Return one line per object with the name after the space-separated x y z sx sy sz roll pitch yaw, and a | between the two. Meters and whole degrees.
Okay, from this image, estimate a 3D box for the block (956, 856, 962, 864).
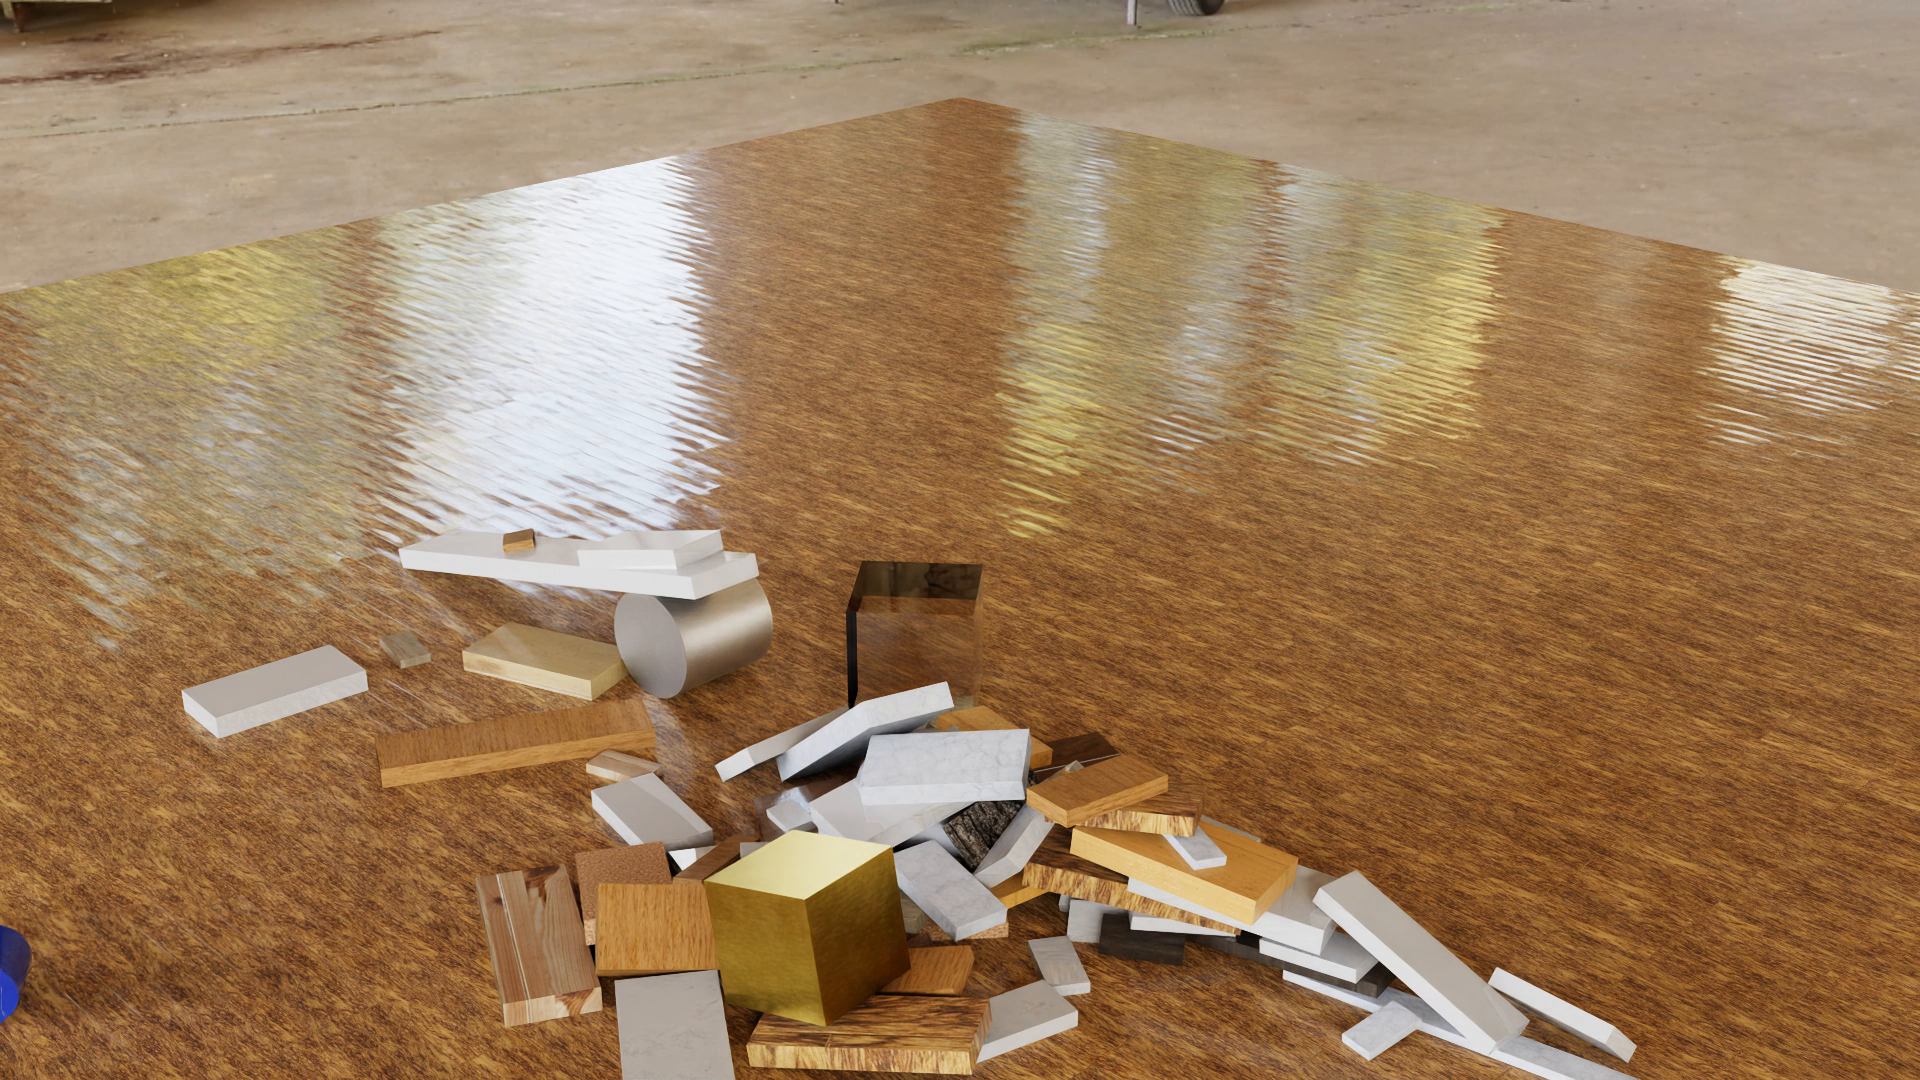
-0.064 0.585 4.341 0.114 0.032 0.228 -2 23 -4 | block

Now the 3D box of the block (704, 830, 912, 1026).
-0.260 0.661 3.778 0.230 0.230 0.230 3 18 38 | block

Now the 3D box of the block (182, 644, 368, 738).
-1.527 0.335 4.908 0.353 0.050 0.176 -19 29 -37 | block

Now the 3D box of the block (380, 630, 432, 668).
-1.295 0.255 5.133 0.072 0.021 0.145 -14 27 -30 | block

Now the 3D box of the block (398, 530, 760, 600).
-0.931 0.050 5.185 0.176 0.050 1.256 -22 17 -40 | block

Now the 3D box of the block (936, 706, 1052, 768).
0.067 0.395 4.350 0.114 0.032 0.229 -9 24 -35 | block

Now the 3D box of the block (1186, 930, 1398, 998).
0.581 0.733 3.958 0.418 0.027 0.095 11 25 35 | block

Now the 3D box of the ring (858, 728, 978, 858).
-0.035 0.493 4.315 0.345 0.115 0.345 2 30 -1 | ring

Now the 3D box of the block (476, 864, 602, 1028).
-0.768 0.727 3.986 0.168 0.048 0.428 -7 24 -16 | block

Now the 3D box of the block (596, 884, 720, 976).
-0.489 0.691 3.897 0.308 0.044 0.154 3 64 -16 | block

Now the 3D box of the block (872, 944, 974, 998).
-0.094 0.761 3.832 0.220 0.031 0.110 -8 29 22 | block

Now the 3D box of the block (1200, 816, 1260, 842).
0.441 0.585 4.333 0.269 0.038 0.135 19 29 37 | block

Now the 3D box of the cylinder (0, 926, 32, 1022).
-1.690 0.756 3.819 0.126 0.126 0.126 -5 23 -11 | cylinder

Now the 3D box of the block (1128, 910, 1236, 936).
0.403 0.678 4.010 0.191 0.027 0.095 4 24 -3 | block

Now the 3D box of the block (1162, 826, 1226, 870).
0.413 0.539 3.891 0.063 0.018 0.126 -5 26 -23 | block

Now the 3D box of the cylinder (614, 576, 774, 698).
-0.602 0.197 4.973 0.254 0.254 0.254 20 30 39 | cylinder

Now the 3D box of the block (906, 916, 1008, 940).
-0.030 0.697 4.078 0.228 0.032 0.114 -2 23 -5 | block

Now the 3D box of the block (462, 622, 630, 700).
-0.943 0.276 5.048 0.353 0.050 0.176 11 25 24 | block

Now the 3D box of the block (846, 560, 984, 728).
-0.096 0.229 4.870 0.273 0.273 0.273 2 23 5 | block

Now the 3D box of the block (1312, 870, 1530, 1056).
0.790 0.723 3.784 0.116 0.033 0.395 -13 45 -46 | block

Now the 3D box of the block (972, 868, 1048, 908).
0.058 0.653 4.102 0.203 0.029 0.102 -17 28 -34 | block

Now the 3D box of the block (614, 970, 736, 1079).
-0.479 0.851 3.689 0.179 0.051 0.357 -4 23 -10 | block

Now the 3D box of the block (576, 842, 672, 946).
-0.620 0.652 4.084 0.168 0.048 0.336 -7 14 -11 | block

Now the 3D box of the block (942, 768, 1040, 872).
0.083 0.535 4.179 0.229 0.032 0.114 -30 81 -39 | block

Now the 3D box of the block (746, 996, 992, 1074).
-0.151 0.827 3.693 0.384 0.044 0.154 -2 22 15 | block

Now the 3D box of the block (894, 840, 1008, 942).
-0.029 0.640 4.028 0.114 0.032 0.229 -15 36 -34 | block

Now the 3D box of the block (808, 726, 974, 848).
-0.099 0.481 4.172 0.336 0.048 0.168 -26 36 -23 | block

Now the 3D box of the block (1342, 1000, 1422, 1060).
0.719 0.835 3.746 0.126 0.018 0.063 -24 34 -30 | block

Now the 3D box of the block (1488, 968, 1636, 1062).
1.021 0.805 3.731 0.231 0.033 0.116 23 -11 43 | block

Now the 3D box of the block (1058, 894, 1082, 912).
0.293 0.658 4.113 0.199 0.028 0.099 6 55 14 | block

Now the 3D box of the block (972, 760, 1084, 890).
0.131 0.533 4.100 0.038 0.135 0.269 45 50 -4 | block

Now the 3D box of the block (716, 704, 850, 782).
-0.365 0.426 4.611 0.274 0.039 0.137 -21 -7 -40 | block

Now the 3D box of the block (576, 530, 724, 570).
-0.693 0.021 4.911 0.303 0.043 0.152 0 16 38 | block

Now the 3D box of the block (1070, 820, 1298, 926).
0.399 0.562 3.921 0.360 0.051 0.180 19 27 27 | block

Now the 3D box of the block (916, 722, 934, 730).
-0.064 0.414 4.562 0.110 0.031 0.220 18 -15 35 | block

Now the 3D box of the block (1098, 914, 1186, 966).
0.330 0.723 3.980 0.152 0.022 0.076 8 43 5 | block

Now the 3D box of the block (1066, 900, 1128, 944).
0.276 0.703 4.038 0.152 0.022 0.076 3 47 7 | block

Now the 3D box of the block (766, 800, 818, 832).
-0.327 0.541 4.275 0.059 0.017 0.117 -18 21 -22 | block

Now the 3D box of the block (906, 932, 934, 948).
-0.074 0.774 3.861 0.102 0.029 0.203 -23 27 -6 | block

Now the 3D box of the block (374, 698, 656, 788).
-0.948 0.430 4.693 0.573 0.043 0.152 -7 24 -17 | block

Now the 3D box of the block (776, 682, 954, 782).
-0.198 0.386 4.380 0.179 0.051 0.540 -12 -12 -26 | block

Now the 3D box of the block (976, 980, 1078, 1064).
0.081 0.826 3.773 0.220 0.031 0.110 -13 26 -29 | block

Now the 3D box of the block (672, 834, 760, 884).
-0.456 0.605 4.144 0.058 0.017 0.257 2 11 19 | block

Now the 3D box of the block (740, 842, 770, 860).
-0.381 0.599 4.119 0.058 0.017 0.117 -1 18 -7 | block

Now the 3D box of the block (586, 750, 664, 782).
-0.702 0.479 4.606 0.145 0.021 0.072 12 26 26 | block

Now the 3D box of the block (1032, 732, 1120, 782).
0.184 0.479 4.577 0.303 0.043 0.152 -9 25 -21 | block

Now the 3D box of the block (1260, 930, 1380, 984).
0.638 0.724 3.894 0.191 0.027 0.095 12 26 36 | block

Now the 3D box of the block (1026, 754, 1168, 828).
0.247 0.447 3.942 0.231 0.033 0.116 -15 24 -33 | block

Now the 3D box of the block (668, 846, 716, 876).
-0.449 0.636 4.131 0.137 0.039 0.274 -5 11 -19 | block

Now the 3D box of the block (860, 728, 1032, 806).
-0.025 0.428 4.150 0.308 0.044 0.154 -3 34 10 | block

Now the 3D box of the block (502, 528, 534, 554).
-1.073 0.001 5.349 0.072 0.021 0.145 -12 13 -8 | block

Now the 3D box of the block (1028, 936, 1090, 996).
0.176 0.762 3.936 0.076 0.022 0.152 -5 23 -11 | block

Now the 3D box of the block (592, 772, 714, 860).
-0.617 0.556 4.400 0.137 0.039 0.274 -14 27 -30 | block

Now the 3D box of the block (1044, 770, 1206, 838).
0.299 0.475 3.967 0.269 0.038 0.135 4 21 15 | block

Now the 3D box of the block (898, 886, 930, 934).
-0.152 0.675 4.054 0.203 0.029 0.102 2 26 23 | block

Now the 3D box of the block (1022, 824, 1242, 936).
0.334 0.613 4.044 0.404 0.051 0.180 11 24 12 | block

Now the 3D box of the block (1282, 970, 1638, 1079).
0.992 0.876 3.674 0.982 0.018 0.063 16 28 33 | block

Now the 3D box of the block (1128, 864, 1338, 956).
0.502 0.621 3.938 0.360 0.051 0.180 16 26 21 | block

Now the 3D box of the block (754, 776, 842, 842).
-0.291 0.574 4.265 0.179 0.051 0.357 -13 19 -7 | block
